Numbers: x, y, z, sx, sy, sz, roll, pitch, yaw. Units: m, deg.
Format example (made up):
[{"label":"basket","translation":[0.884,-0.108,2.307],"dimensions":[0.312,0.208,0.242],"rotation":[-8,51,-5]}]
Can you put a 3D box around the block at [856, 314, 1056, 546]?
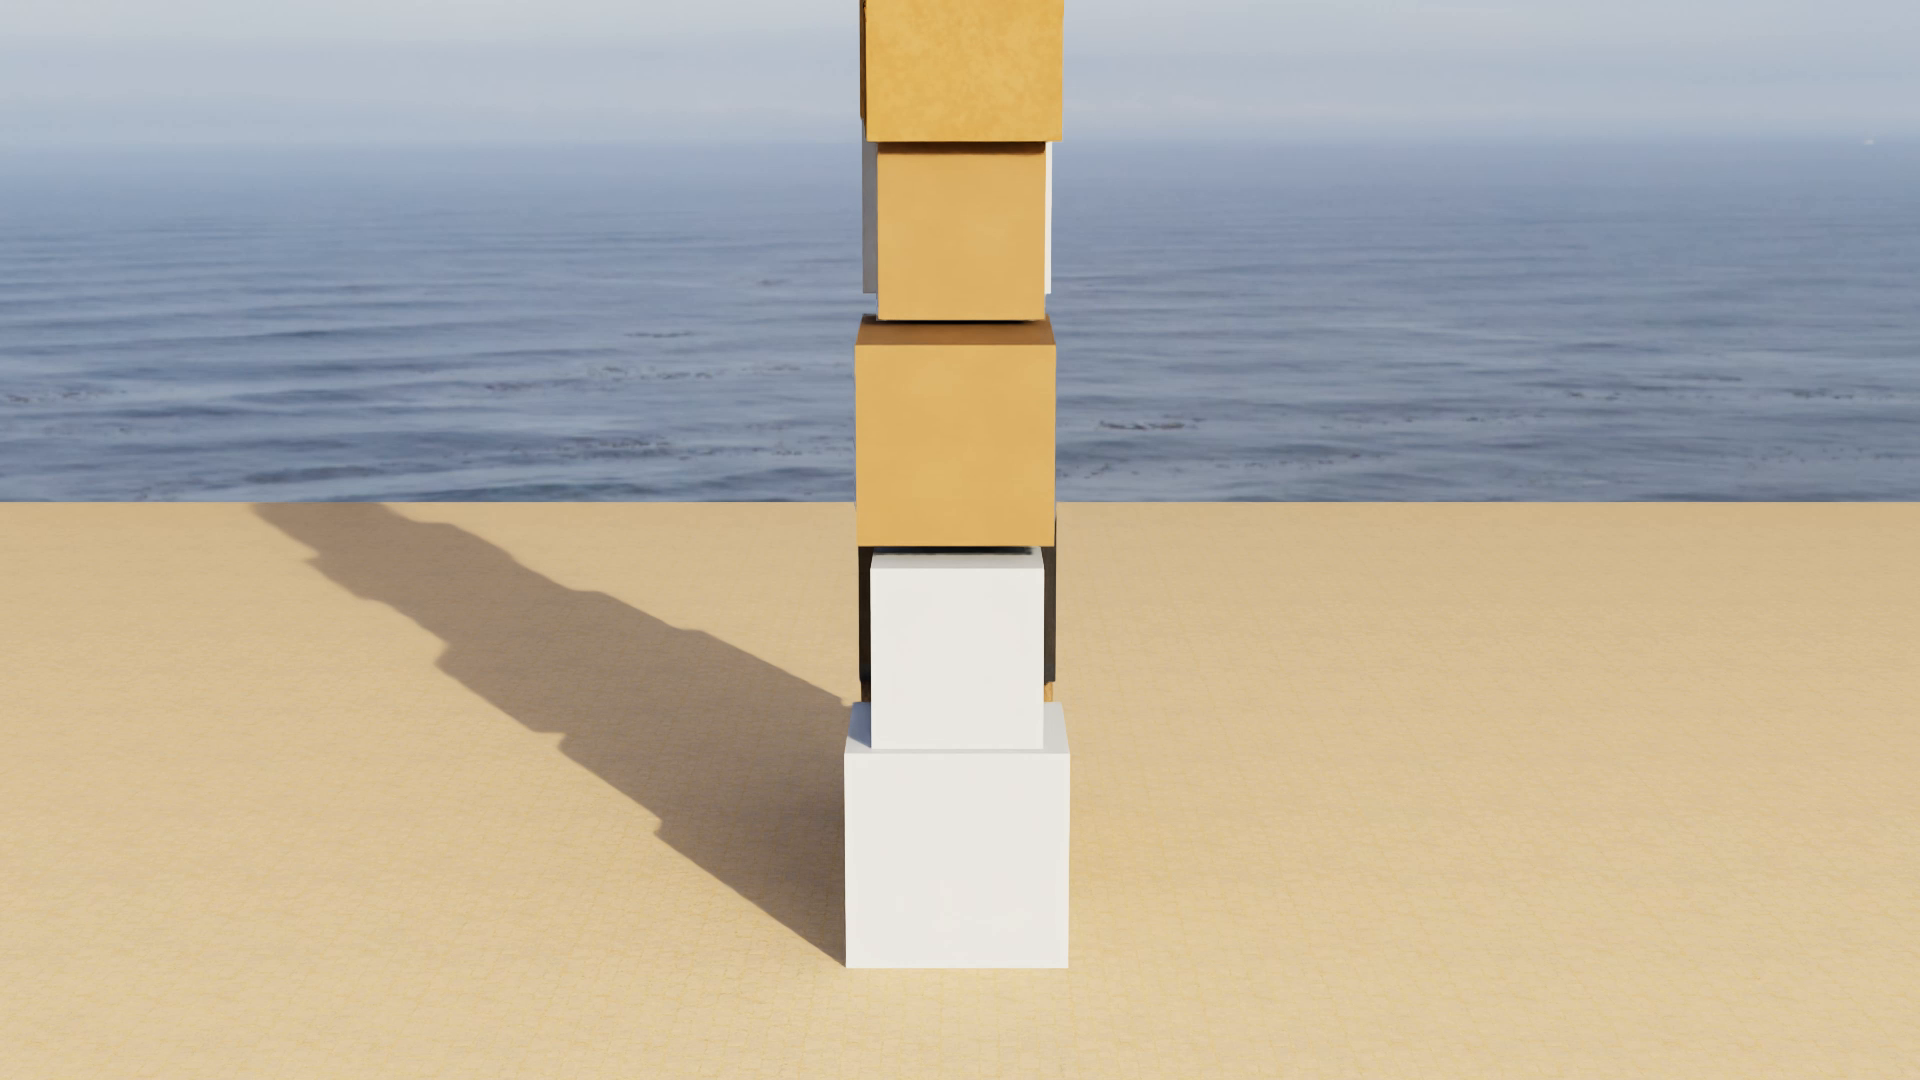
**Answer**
[{"label":"block","translation":[-0.017,-0.459,10.395],"dimensions":[0.776,0.800,0.801],"rotation":[0,14,0]}]

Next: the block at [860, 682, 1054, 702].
[{"label":"block","translation":[-0.013,0.993,11.364],"dimensions":[0.814,0.981,0.832],"rotation":[0,10,0]}]

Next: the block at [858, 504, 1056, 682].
[{"label":"block","translation":[-0.011,0.167,11.145],"dimensions":[0.826,0.723,0.835],"rotation":[0,10,0]}]

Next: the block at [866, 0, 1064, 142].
[{"label":"block","translation":[0.018,-1.987,10.355],"dimensions":[0.765,0.657,0.791],"rotation":[0,16,0]}]

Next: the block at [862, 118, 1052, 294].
[{"label":"block","translation":[-0.014,-1.482,11.239],"dimensions":[0.802,0.738,0.713],"rotation":[0,11,0]}]

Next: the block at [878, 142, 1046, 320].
[{"label":"block","translation":[0.007,-1.313,10.564],"dimensions":[0.669,0.728,0.627],"rotation":[0,13,0]}]

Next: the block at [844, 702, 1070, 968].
[{"label":"block","translation":[-0.011,1.194,10.538],"dimensions":[0.883,0.880,0.844],"rotation":[0,10,0]}]

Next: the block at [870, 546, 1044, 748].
[{"label":"block","translation":[-0.010,0.405,10.397],"dimensions":[0.676,0.724,0.702],"rotation":[0,10,0]}]

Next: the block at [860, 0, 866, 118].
[{"label":"block","translation":[-0.009,-2.192,11.186],"dimensions":[0.824,0.677,0.855],"rotation":[0,11,0]}]
